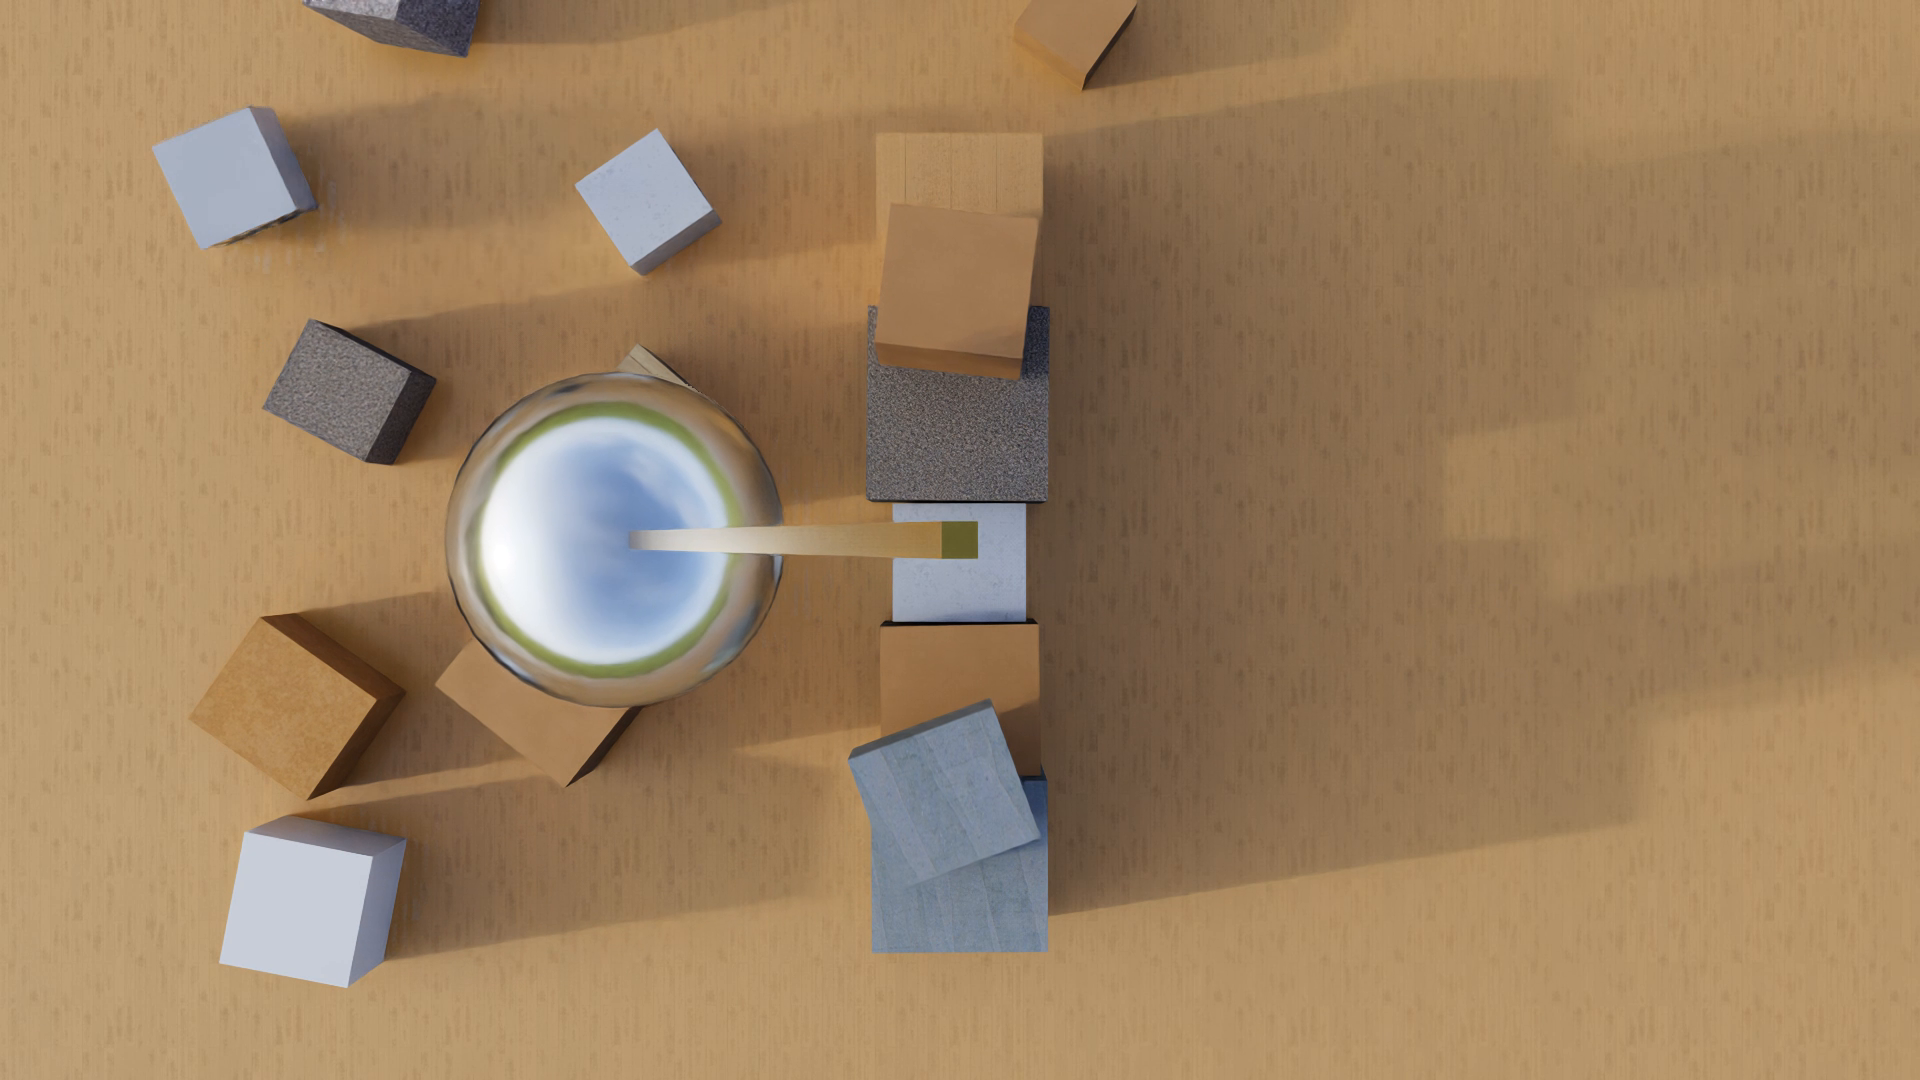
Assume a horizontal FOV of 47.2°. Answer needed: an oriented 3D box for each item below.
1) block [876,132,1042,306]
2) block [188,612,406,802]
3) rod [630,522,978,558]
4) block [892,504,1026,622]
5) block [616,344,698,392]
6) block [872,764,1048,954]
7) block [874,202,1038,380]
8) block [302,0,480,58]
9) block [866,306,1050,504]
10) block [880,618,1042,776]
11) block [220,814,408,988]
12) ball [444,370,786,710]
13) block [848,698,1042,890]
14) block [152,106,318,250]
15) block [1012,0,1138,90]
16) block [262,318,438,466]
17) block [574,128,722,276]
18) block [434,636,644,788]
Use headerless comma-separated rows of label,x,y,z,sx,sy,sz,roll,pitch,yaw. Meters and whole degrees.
block,-0.004,-1.759,12.530,0.917,0.939,0.949,0,90,0
block,-3.799,0.949,12.663,0.808,0.674,0.698,35,90,0
rod,-0.706,0.000,7.162,0.080,5.200,0.080,0,90,-16
block,-0.004,0.125,12.622,0.741,0.756,0.659,0,90,0
block,-1.797,-0.591,12.675,0.690,0.651,0.764,40,90,0
block,-0.002,1.772,12.458,0.957,1.085,0.928,0,90,0
block,-0.018,-1.308,11.681,0.767,0.675,0.736,6,85,1
block,-3.200,-3.220,12.546,0.629,0.742,0.661,14,90,19
block,-0.012,-0.748,12.509,0.994,0.982,1.061,1,90,0
block,0.000,0.885,12.542,0.877,0.915,0.831,-1,90,0
block,-3.695,2.059,12.618,0.726,0.764,0.744,11,90,0
ball,-1.628,0.000,10.435,1.600,1.600,1.600,0,90,0
block,-0.083,1.324,11.577,0.793,0.672,0.713,-20,90,0
block,-4.159,-2.082,12.657,0.592,0.580,0.619,-23,101,0
block,0.664,-3.010,12.780,0.502,0.440,0.514,36,90,0
block,-3.508,-0.845,12.688,0.649,0.624,0.576,28,90,0
block,-1.799,-1.948,12.748,0.572,0.503,0.562,-34,90,0
block,-2.276,0.765,12.529,0.914,0.941,0.800,39,90,0
